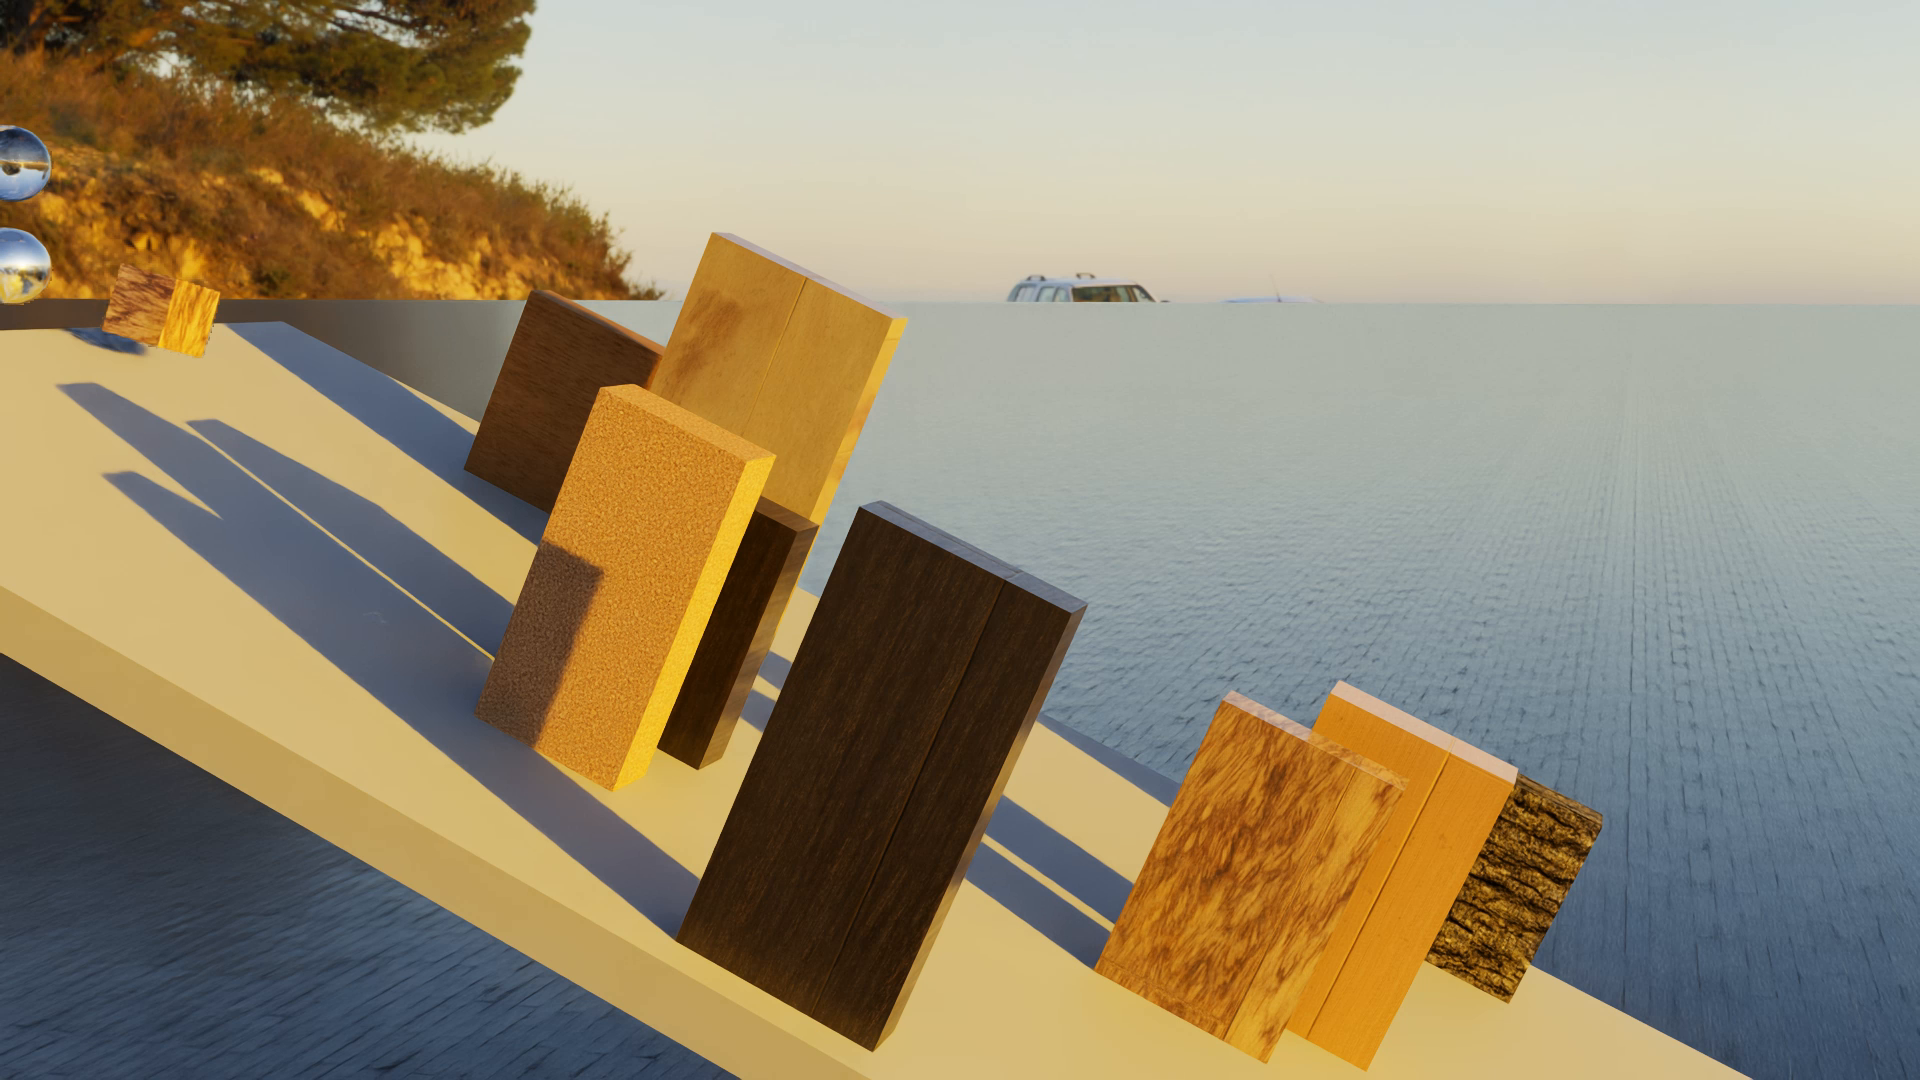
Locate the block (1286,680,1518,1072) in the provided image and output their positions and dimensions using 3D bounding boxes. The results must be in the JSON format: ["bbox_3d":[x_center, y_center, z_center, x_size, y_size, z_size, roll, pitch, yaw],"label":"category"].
[{"bbox_3d":[0.698,0.594,3.905,0.345,0.584,0.127,27,13,13],"label":"block"}]

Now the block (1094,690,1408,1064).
[{"bbox_3d":[0.492,0.573,3.743,0.331,0.535,0.089,27,13,13],"label":"block"}]

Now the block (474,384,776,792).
[{"bbox_3d":[-0.566,0.079,3.694,0.282,0.614,0.126,27,13,13],"label":"block"}]

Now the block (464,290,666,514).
[{"bbox_3d":[-0.849,-0.273,4.959,0.418,0.444,0.091,27,13,13],"label":"block"}]

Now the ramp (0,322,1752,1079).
[{"bbox_3d":[-0.278,0.480,4.178,4.000,0.100,2.000,27,13,13],"label":"ramp"}]

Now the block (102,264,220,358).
[{"bbox_3d":[-1.715,-0.491,4.725,0.148,0.148,0.148,16,0,18],"label":"block"}]

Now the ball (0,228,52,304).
[{"bbox_3d":[-1.881,-0.543,4.357,0.150,0.150,0.150,0,7,0],"label":"ball"}]

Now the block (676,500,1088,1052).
[{"bbox_3d":[-0.120,0.343,3.189,0.339,0.720,0.096,27,13,13],"label":"block"}]

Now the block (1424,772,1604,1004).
[{"bbox_3d":[1.035,0.664,4.566,0.434,0.420,0.113,27,13,13],"label":"block"}]

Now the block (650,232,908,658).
[{"bbox_3d":[-0.457,-0.189,4.554,0.425,0.784,0.097,27,13,13],"label":"block"}]

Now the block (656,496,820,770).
[{"bbox_3d":[-0.539,0.101,3.955,0.417,0.475,0.108,27,13,13],"label":"block"}]

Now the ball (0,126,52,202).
[{"bbox_3d":[-1.868,-0.740,4.327,0.149,0.149,0.149,0,7,0],"label":"ball"}]
